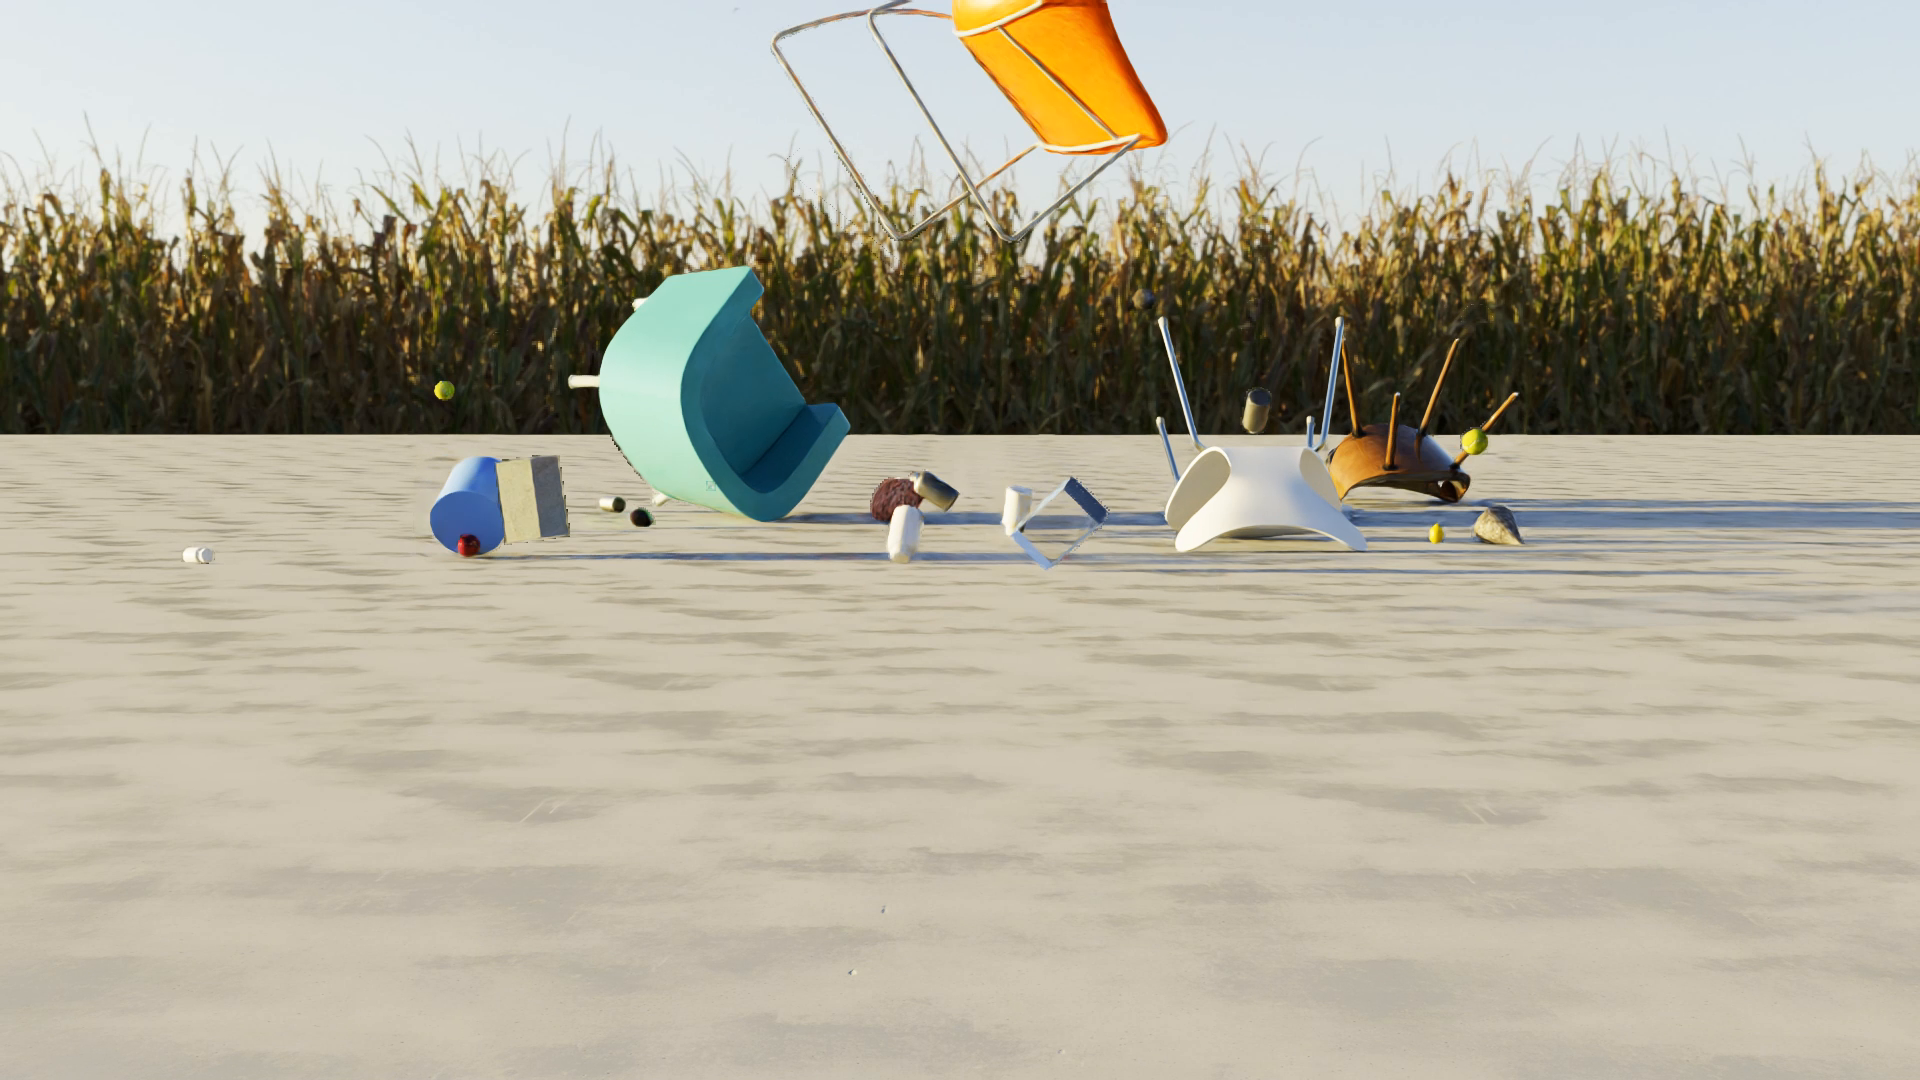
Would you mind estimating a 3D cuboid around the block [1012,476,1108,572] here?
[{"bbox_3d":[0.244,-0.040,5.397,0.194,0.125,0.085,-42,6,30],"label":"block"}]

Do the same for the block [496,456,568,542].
[{"bbox_3d":[-1.138,-0.110,5.853,0.100,0.211,0.155,-7,2,17],"label":"block"}]

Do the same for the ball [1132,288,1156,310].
[{"bbox_3d":[0.470,-0.615,5.617,0.057,0.057,0.057,0,4,0],"label":"ball"}]

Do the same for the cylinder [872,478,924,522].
[{"bbox_3d":[-0.211,-0.137,7.482,0.117,0.167,0.104,-4,47,-52],"label":"cylinder"}]

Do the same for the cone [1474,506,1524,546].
[{"bbox_3d":[1.582,-0.014,6.340,0.144,0.120,0.136,12,21,-34],"label":"cone"}]

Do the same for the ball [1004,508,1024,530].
[{"bbox_3d":[0.173,-0.065,7.004,0.067,0.067,0.067,0,4,0],"label":"ball"}]

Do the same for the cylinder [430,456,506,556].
[{"bbox_3d":[-1.304,-0.093,5.934,0.204,0.196,0.201,-11,28,9],"label":"cylinder"}]
